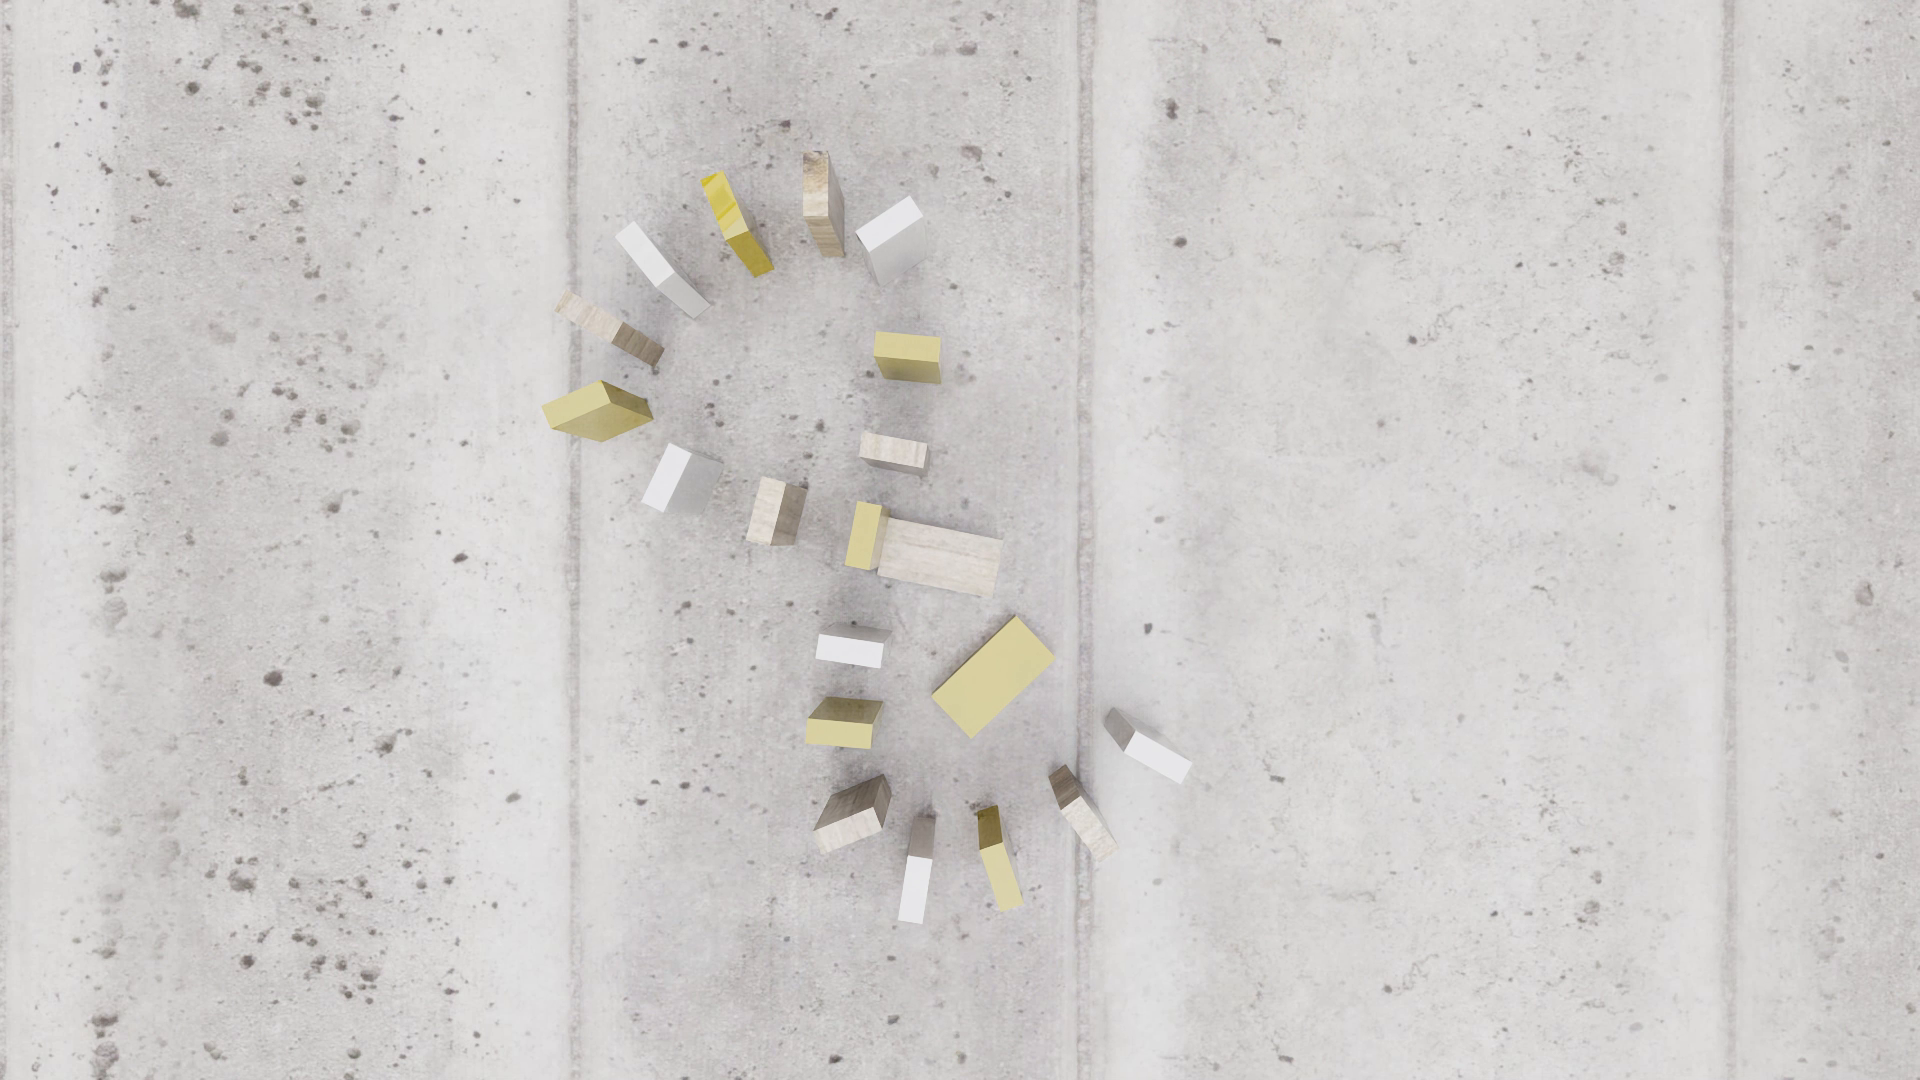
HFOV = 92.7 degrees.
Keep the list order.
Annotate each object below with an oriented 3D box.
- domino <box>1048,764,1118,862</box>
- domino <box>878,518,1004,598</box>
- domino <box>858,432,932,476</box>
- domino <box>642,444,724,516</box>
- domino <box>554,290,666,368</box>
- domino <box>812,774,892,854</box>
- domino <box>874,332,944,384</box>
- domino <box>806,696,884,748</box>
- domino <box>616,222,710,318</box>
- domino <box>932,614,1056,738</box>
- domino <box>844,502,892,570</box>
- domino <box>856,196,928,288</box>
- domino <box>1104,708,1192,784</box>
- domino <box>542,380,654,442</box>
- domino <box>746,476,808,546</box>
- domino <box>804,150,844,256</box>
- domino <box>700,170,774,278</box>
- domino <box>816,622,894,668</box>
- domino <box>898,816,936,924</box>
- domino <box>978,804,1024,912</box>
[{"bbox_3d":[0.050,0.111,0.375,0.010,0.050,0.025,-37,90,0],"label":"domino"},{"bbox_3d":[-0.008,0.008,0.395,0.050,0.009,0.025,11,90,0],"label":"domino"},{"bbox_3d":[-0.026,-0.034,0.375,0.025,0.050,0.010,10,90,0],"label":"domino"},{"bbox_3d":[-0.112,-0.024,0.375,0.010,0.050,0.025,26,90,0],"label":"domino"},{"bbox_3d":[-0.142,-0.085,0.375,0.025,0.050,0.009,29,90,0],"label":"domino"},{"bbox_3d":[-0.043,0.111,0.375,0.025,0.050,0.009,-22,90,0],"label":"domino"},{"bbox_3d":[-0.020,-0.074,0.375,0.025,0.050,0.009,5,90,0],"label":"domino"},{"bbox_3d":[-0.046,0.074,0.375,0.025,0.050,0.010,5,90,0],"label":"domino"},{"bbox_3d":[-0.120,-0.109,0.375,0.009,0.050,0.025,-39,90,0],"label":"domino"},{"bbox_3d":[0.014,0.059,0.395,0.050,0.010,0.025,-43,90,0],"label":"domino"},{"bbox_3d":[-0.037,-0.002,0.375,0.010,0.050,0.025,11,90,0],"label":"domino"},{"bbox_3d":[-0.027,-0.121,0.375,0.025,0.050,0.009,-34,90,0],"label":"domino"},{"bbox_3d":[0.076,0.083,0.375,0.025,0.050,0.009,29,90,0],"label":"domino"},{"bbox_3d":[-0.147,-0.052,0.375,0.025,0.050,0.010,-24,90,0],"label":"domino"},{"bbox_3d":[-0.074,-0.011,0.375,0.010,0.050,0.025,14,90,0],"label":"domino"},{"bbox_3d":[-0.055,-0.136,0.375,0.009,0.050,0.025,0,90,0],"label":"domino"},{"bbox_3d":[-0.090,-0.128,0.375,0.009,0.050,0.025,-23,90,0],"label":"domino"},{"bbox_3d":[-0.042,0.042,0.375,0.025,0.050,0.010,8,90,0],"label":"domino"},{"bbox_3d":[-0.017,0.134,0.375,0.010,0.050,0.025,9,90,0],"label":"domino"},{"bbox_3d":[0.016,0.129,0.375,0.009,0.050,0.025,-19,90,0],"label":"domino"}]
